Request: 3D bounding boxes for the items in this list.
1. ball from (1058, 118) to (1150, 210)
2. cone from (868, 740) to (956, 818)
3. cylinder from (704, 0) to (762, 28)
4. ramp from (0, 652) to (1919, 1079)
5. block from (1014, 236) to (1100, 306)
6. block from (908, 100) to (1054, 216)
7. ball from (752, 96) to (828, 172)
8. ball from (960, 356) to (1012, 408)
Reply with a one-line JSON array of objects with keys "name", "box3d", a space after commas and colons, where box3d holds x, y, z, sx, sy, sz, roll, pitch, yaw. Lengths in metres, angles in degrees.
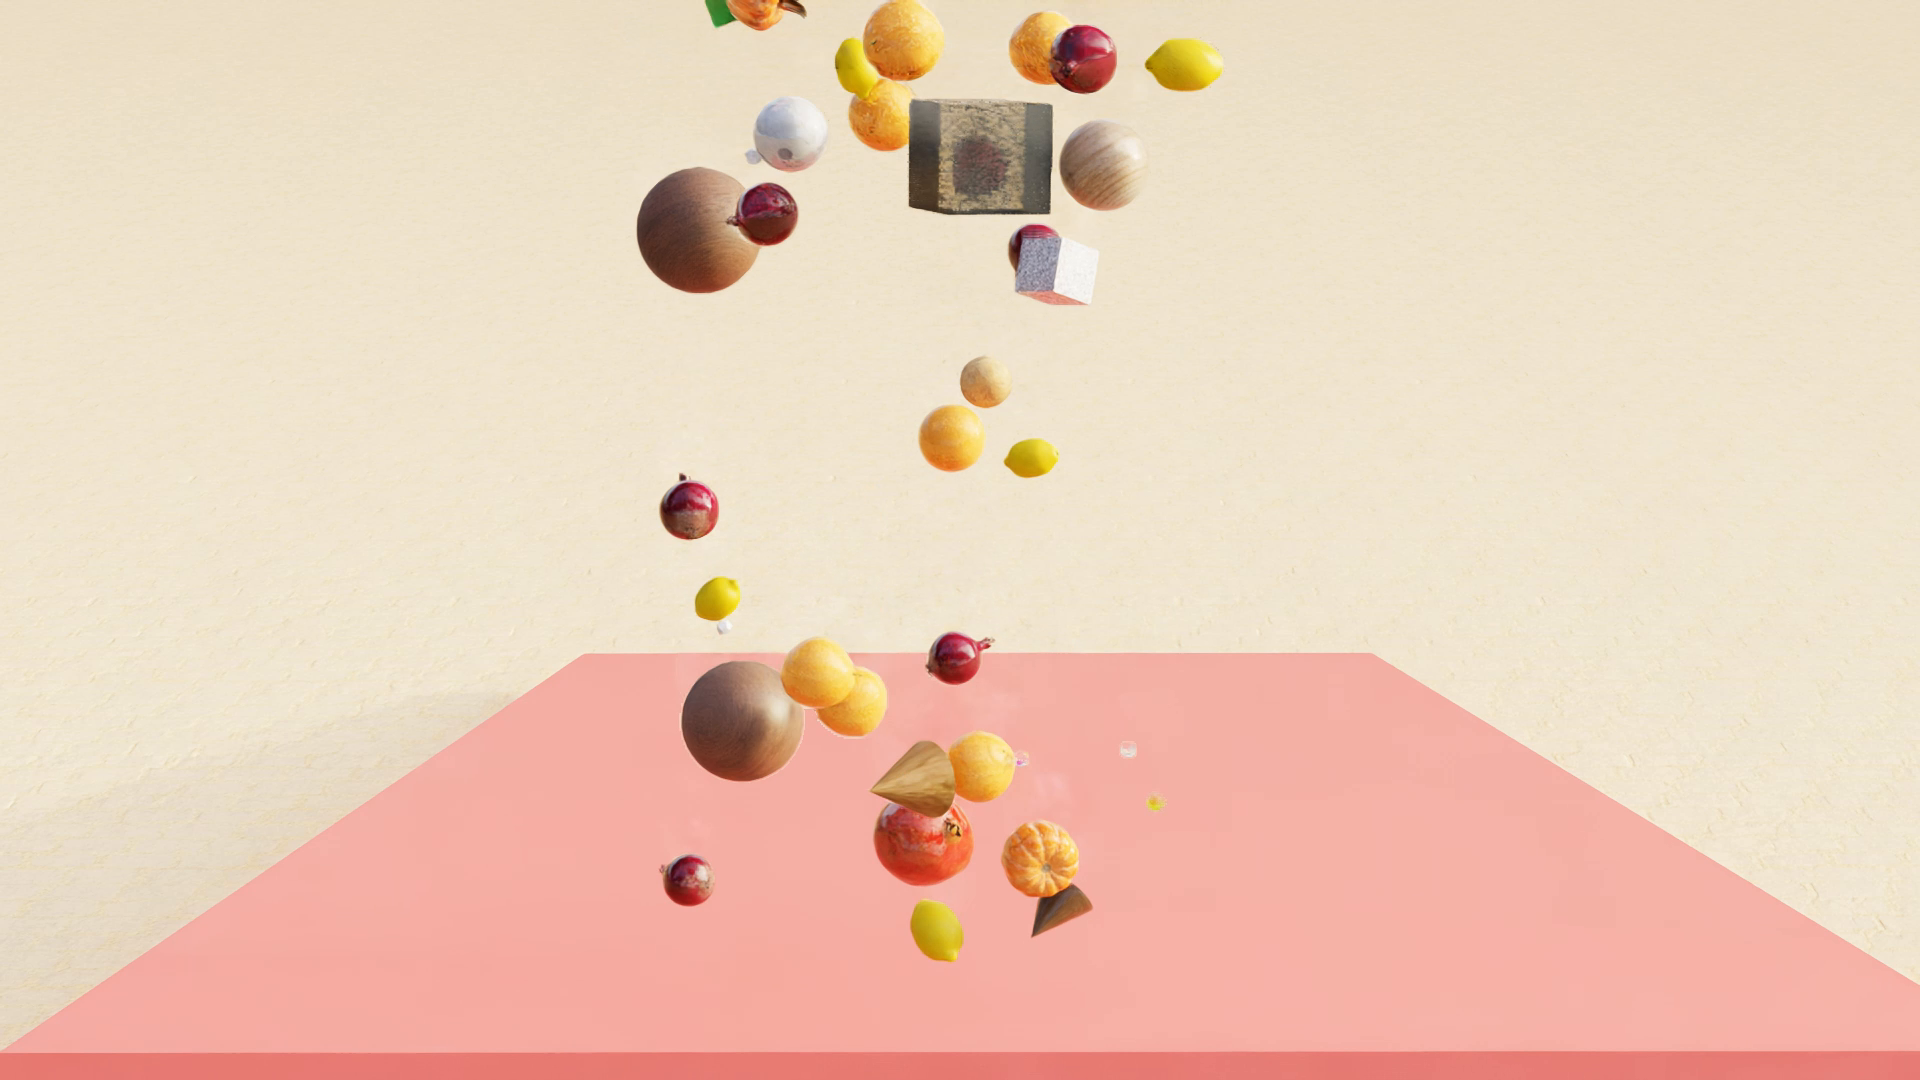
[{"name": "ball", "box3d": [0.131, -0.342, 2.344, 0.083, 0.083, 0.083, 0, 21, 0]}, {"name": "cone", "box3d": [-0.060, 0.242, 2.543, 0.079, 0.079, 0.079, -7, 21, -41]}, {"name": "cylinder", "box3d": [-0.229, -0.540, 2.547, 0.051, 0.051, 0.051, -20, 11, 4]}, {"name": "ramp", "box3d": [0.049, 0.446, 4.532, 2.000, 0.100, 4.000, 0, 3, 0]}, {"name": "block", "box3d": [0.096, -0.267, 2.556, 0.055, 0.055, 0.055, 14, -7, -44]}, {"name": "block", "box3d": [0.018, -0.352, 2.359, 0.099, 0.099, 0.099, -4, 13, -24]}, {"name": "ball", "box3d": [-0.161, -0.387, 2.449, 0.072, 0.072, 0.072, 0, 21, 0]}, {"name": "ball", "box3d": [0.027, -0.167, 2.716, 0.055, 0.055, 0.055, 0, 21, 0]}]
